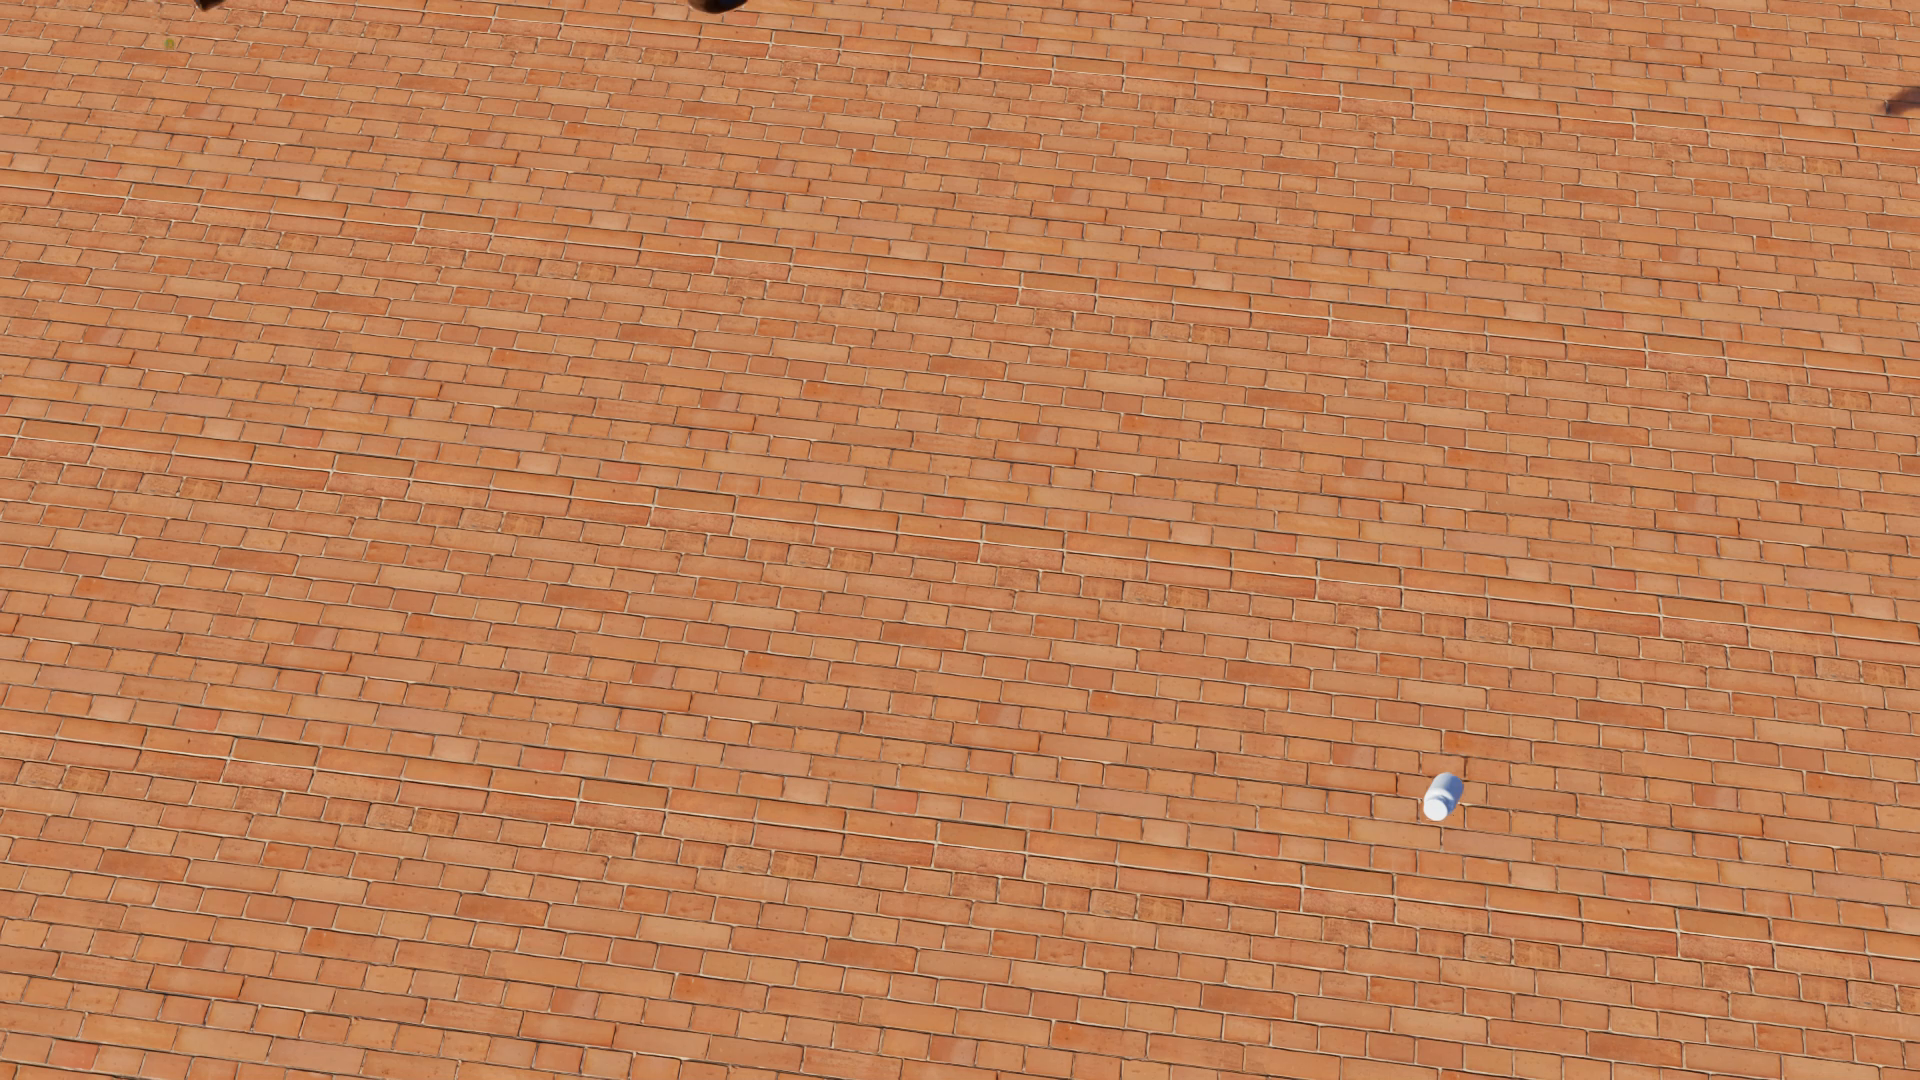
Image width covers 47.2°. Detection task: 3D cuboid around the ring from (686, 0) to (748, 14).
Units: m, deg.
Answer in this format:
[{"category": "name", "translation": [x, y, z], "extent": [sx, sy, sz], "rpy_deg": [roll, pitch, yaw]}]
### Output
[{"category": "ring", "translation": [-0.493, -1.194, 4.638], "extent": [0.213, 0.157, 0.082], "rpy_deg": [-33, 58, -14]}]
